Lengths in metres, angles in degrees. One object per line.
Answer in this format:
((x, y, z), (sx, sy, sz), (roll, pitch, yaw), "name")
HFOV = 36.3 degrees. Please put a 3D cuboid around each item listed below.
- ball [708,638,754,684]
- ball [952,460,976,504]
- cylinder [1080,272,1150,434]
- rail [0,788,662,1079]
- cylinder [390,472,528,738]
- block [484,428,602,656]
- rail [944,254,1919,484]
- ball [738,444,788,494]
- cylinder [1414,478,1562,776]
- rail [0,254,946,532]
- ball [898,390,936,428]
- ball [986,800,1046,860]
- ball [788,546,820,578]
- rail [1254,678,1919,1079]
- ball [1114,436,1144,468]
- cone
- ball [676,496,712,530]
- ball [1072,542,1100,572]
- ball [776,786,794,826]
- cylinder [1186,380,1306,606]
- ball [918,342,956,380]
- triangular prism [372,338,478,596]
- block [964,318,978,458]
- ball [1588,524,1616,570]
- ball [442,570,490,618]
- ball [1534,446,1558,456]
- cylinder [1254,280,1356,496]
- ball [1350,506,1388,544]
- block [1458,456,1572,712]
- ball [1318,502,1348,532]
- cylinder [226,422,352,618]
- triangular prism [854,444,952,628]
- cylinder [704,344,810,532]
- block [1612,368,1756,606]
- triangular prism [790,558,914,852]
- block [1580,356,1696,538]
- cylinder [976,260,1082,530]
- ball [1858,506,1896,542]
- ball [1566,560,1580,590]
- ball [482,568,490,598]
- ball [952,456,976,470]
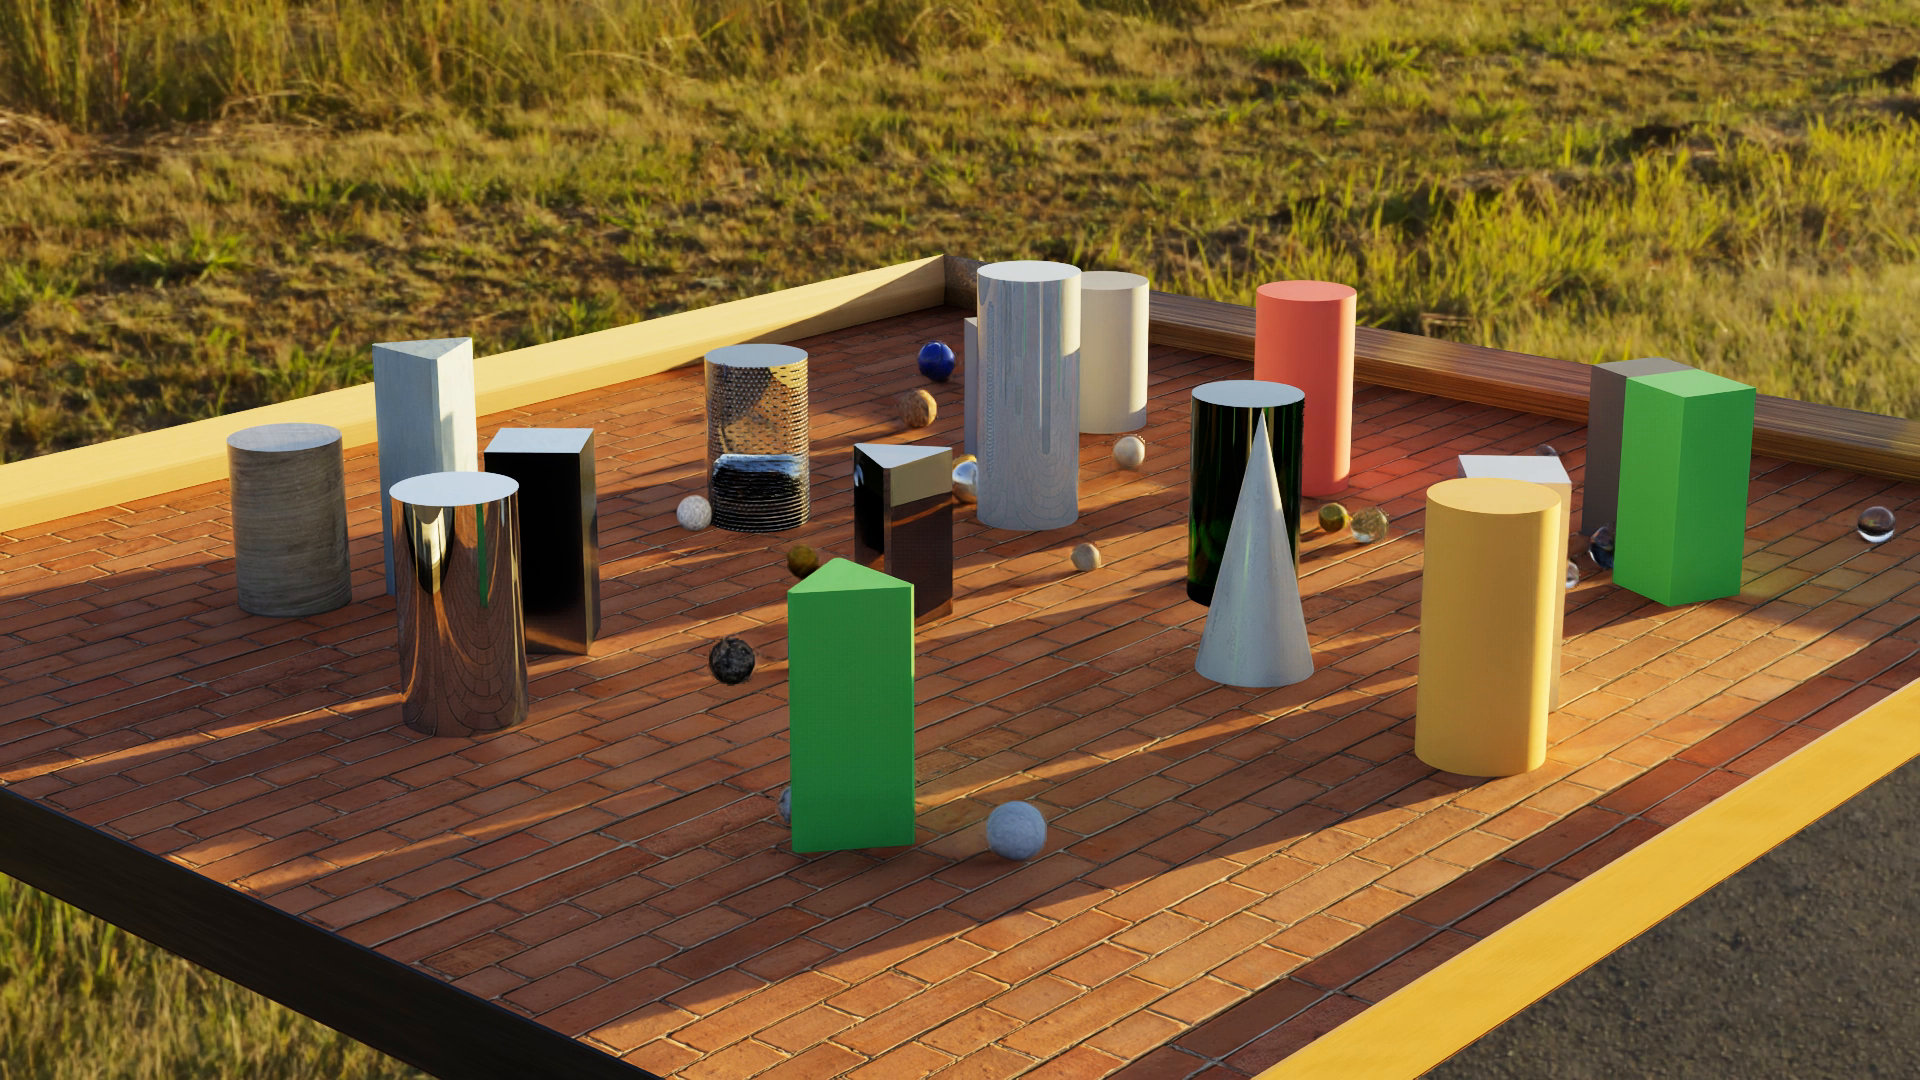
((-0.364, 0.193, 4.678), (0.074, 0.074, 0.074), (0, 17, 0), "ball")
((0.021, -0.112, 5.676), (0.082, 0.082, 0.082), (0, 17, 0), "ball")
((0.302, -0.400, 6.237), (0.194, 0.309, 0.194), (0, 17, 0), "cylinder")
((-1.151, 0.414, 3.851), (3.201, 0.126, 0.045), (14, 22, 39), "rail")
((-0.765, 0.097, 4.491), (0.194, 0.366, 0.194), (0, 17, 0), "cylinder")
((-0.688, 0.001, 4.845), (0.155, 0.344, 0.155), (0, 17, 2), "block")
((1.151, -0.351, 6.389), (3.201, 0.126, 0.045), (14, 22, 39), "rail")
((-0.386, -0.137, 5.734), (0.097, 0.097, 0.097), (0, 17, 0), "ball")
((0.778, 0.127, 4.331), (0.194, 0.401, 0.194), (0, 17, 0), "cylinder")
((-1.190, -0.267, 6.110), (0.045, 0.126, 3.558), (14, 22, 39), "rail")
((-0.090, -0.278, 6.227), (0.081, 0.081, 0.081), (0, 17, 0), "ball")
((0.076, 0.396, 3.993), (0.081, 0.081, 0.081), (0, 17, 0), "ball")
((-0.278, 0.039, 5.218), (0.057, 0.057, 0.057), (0, 17, 0), "ball")
((1.190, 0.330, 4.131), (0.045, 0.126, 3.558), (14, 22, 39), "rail")
((0.342, -0.177, 5.924), (0.064, 0.064, 0.064), (0, 17, 0), "ball")
((0.478, -0.001, 4.697), (0.194, 0.435, 0.194), (0, 17, 0), "cone")
((-0.497, -0.051, 5.500), (0.067, 0.067, 0.067), (0, 17, 0), "ball")
((0.225, 0.031, 5.257), (0.051, 0.051, 0.051), (0, 17, 0), "ball")
((-0.228, 0.372, 4.111), (0.059, 0.059, 0.059), (0, 17, 0), "ball")
((0.494, -0.078, 5.079), (0.194, 0.362, 0.194), (0, 17, 0), "cylinder")
((-0.054, -0.404, 6.636), (0.086, 0.086, 0.086), (0, 17, 0), "ball")
((-0.893, -0.120, 5.071), (0.168, 0.447, 0.145), (15, 22, 40), "triangular prism")
((0.106, -0.299, 5.941), (0.155, 0.286, 0.155), (-5, 18, -17), "block")
((1.170, 0.013, 5.265), (0.080, 0.080, 0.080), (0, 17, 0), "ball")
((-0.840, 0.092, 4.998), (0.083, 0.083, 0.083), (0, 17, 0), "ball")
((1.180, -0.165, 5.909), (0.048, 0.048, 0.048), (0, 17, 0), "ball")
((0.675, -0.299, 5.764), (0.194, 0.389, 0.194), (0, 17, 0), "cylinder")
((0.755, -0.027, 5.417), (0.069, 0.069, 0.069), (0, 17, 0), "ball")
((0.856, 0.067, 4.585), (0.155, 0.369, 0.155), (1, 17, 3), "block")
((0.698, -0.042, 5.486), (0.056, 0.056, 0.056), (0, 17, 0), "ball")
((-1.154, -0.035, 5.052), (0.194, 0.295, 0.194), (0, 17, 0), "cylinder")
((-0.122, -0.010, 4.970), (0.145, 0.293, 0.168), (14, 21, 38), "triangular prism")
((-0.382, -0.194, 5.537), (0.194, 0.318, 0.194), (0, 17, 0), "cylinder")
((1.260, -0.093, 5.109), (0.155, 0.372, 0.155), (-8, 19, -25), "block")
((-0.158, 0.224, 4.054), (0.168, 0.375, 0.145), (-3, 17, -10), "triangular prism")
((1.265, -0.156, 5.403), (0.155, 0.325, 0.155), (-8, 18, -24), "block")
((0.129, -0.273, 5.525), (0.194, 0.476, 0.194), (0, 17, 0), "cylinder")
((1.696, -0.029, 5.424), (0.067, 0.067, 0.067), (0, 17, 0), "ball")
((1.060, 0.061, 5.149), (0.054, 0.054, 0.054), (0, 17, 0), "ball")
((-0.789, 0.074, 5.072), (0.074, 0.074, 0.074), (0, 17, 0), "ball")
((0.012, -0.133, 5.770), (0.067, 0.067, 0.067), (0, 17, 0), "ball")
